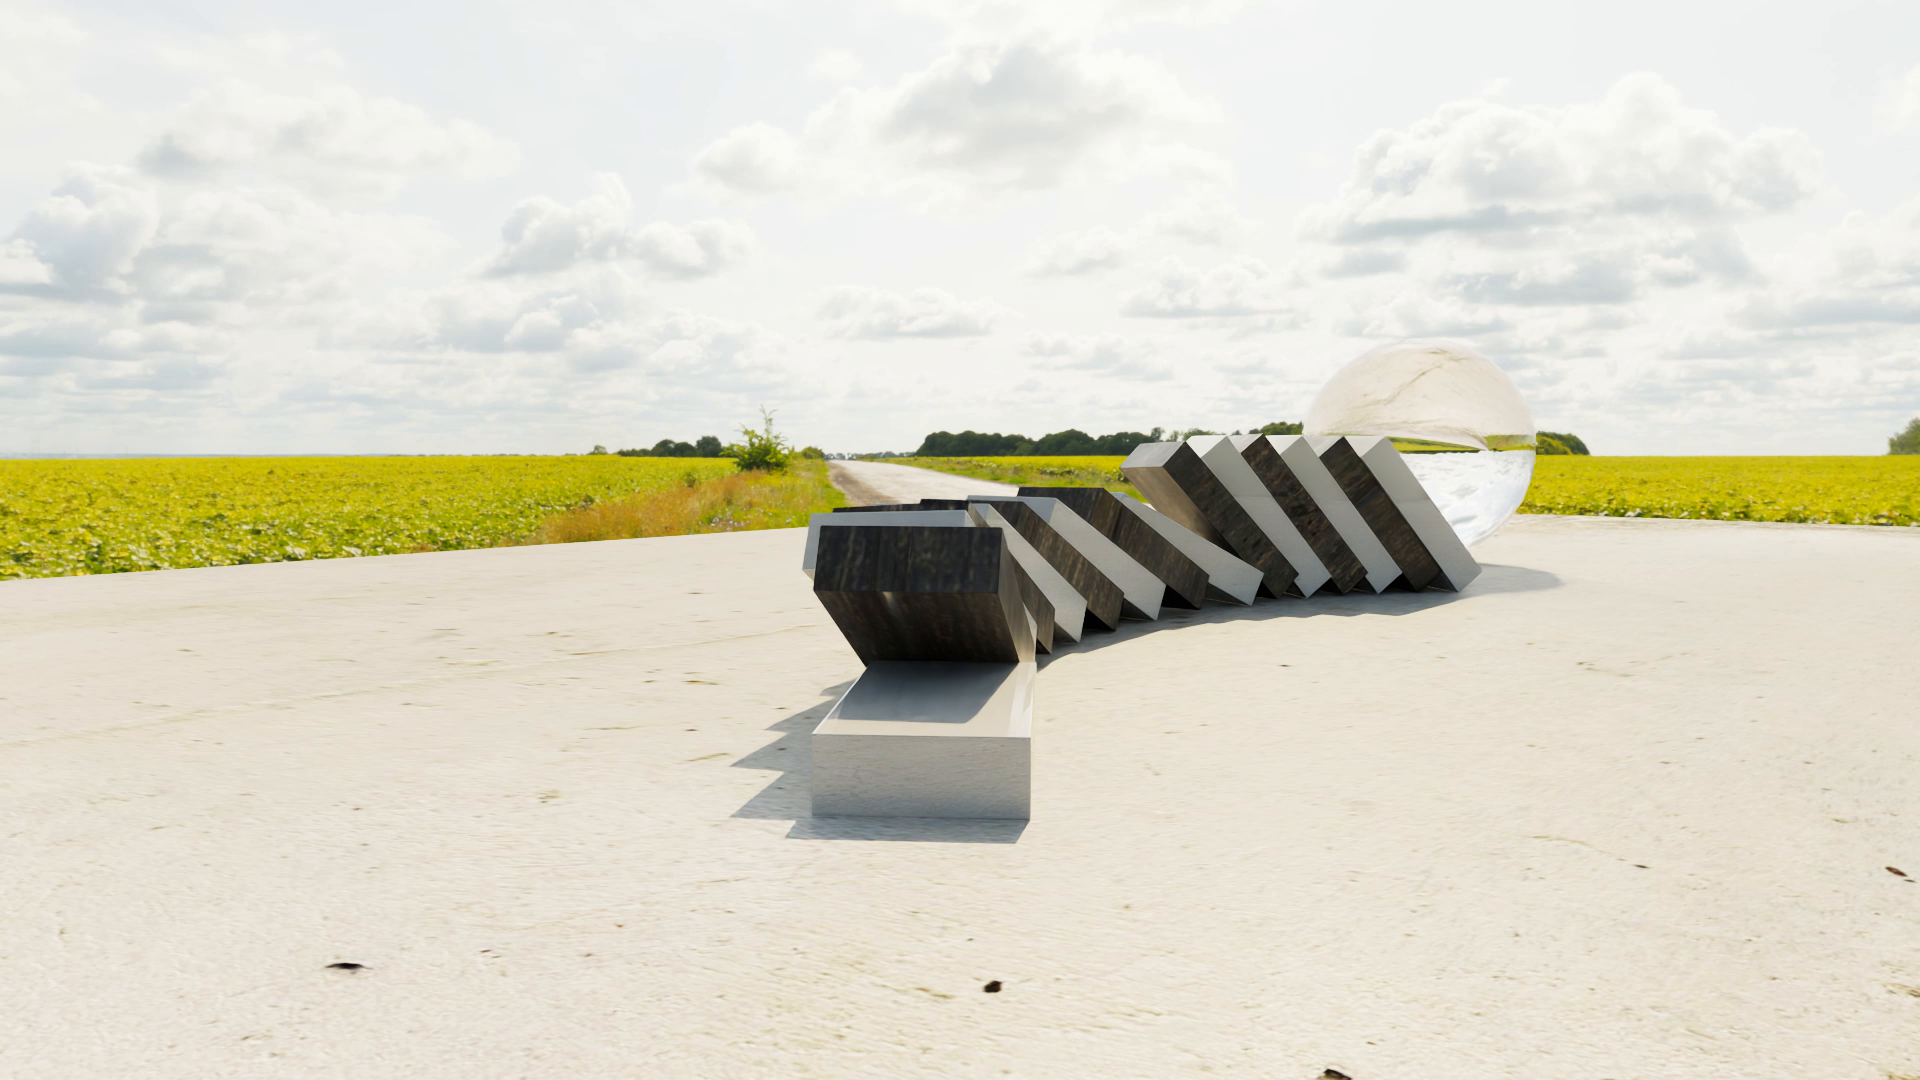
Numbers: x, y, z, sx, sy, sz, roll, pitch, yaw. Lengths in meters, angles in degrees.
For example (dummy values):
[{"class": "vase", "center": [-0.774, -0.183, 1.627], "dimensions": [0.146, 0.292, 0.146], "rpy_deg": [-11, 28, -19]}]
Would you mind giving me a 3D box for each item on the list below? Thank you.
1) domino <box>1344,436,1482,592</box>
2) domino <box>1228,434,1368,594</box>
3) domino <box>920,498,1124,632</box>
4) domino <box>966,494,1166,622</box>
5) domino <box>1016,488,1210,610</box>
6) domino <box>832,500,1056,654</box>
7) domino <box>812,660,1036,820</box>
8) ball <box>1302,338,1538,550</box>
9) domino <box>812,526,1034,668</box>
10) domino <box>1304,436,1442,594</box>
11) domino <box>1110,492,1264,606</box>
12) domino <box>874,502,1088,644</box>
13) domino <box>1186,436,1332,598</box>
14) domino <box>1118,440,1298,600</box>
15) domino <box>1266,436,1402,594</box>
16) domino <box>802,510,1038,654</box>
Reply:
[{"class": "domino", "center": [0.128, -0.008, 0.375], "dimensions": [0.009, 0.050, 0.025], "rpy_deg": [-40, 11, -6]}, {"class": "domino", "center": [0.093, -0.008, 0.366], "dimensions": [0.009, 0.050, 0.025], "rpy_deg": [-40, 9, -6]}, {"class": "domino", "center": [0.014, 0.006, 0.280], "dimensions": [0.025, 0.009, 0.050], "rpy_deg": [3, -22, 34]}, {"class": "domino", "center": [0.024, 0.005, 0.300], "dimensions": [0.025, 0.009, 0.050], "rpy_deg": [4, -21, 41]}, {"class": "domino", "center": [0.037, 0.002, 0.314], "dimensions": [0.025, 0.009, 0.050], "rpy_deg": [2, -23, 43]}, {"class": "domino", "center": [-0.002, 0.008, 0.235], "dimensions": [0.025, 0.010, 0.050], "rpy_deg": [-2, -24, 21]}, {"class": "domino", "center": [-0.003, 0.025, 0.171], "dimensions": [0.025, 0.010, 0.050], "rpy_deg": [0, 4, 4]}, {"class": "ball", "center": [0.163, -0.032, 0.461], "dimensions": [0.080, 0.080, 0.080], "rpy_deg": [0, 4, 0]}, {"class": "domino", "center": [-0.004, 0.012, 0.194], "dimensions": [0.025, 0.009, 0.050], "rpy_deg": [1, -23, 9]}, {"class": "domino", "center": [0.116, -0.008, 0.374], "dimensions": [0.009, 0.050, 0.025], "rpy_deg": [-40, 11, -6]}, {"class": "domino", "center": [0.053, 0.002, 0.337], "dimensions": [0.050, 0.010, 0.025], "rpy_deg": [27, -9, -27]}, {"class": "domino", "center": [0.004, 0.007, 0.259], "dimensions": [0.025, 0.009, 0.050], "rpy_deg": [1, -23, 29]}, {"class": "domino", "center": [0.081, -0.007, 0.361], "dimensions": [0.010, 0.050, 0.025], "rpy_deg": [-40, 11, -6]}, {"class": "domino", "center": [0.068, -0.005, 0.350], "dimensions": [0.010, 0.050, 0.025], "rpy_deg": [-47, 16, -12]}, {"class": "domino", "center": [0.104, -0.008, 0.371], "dimensions": [0.009, 0.050, 0.025], "rpy_deg": [-40, 11, -6]}, {"class": "domino", "center": [-0.005, 0.010, 0.215], "dimensions": [0.025, 0.009, 0.050], "rpy_deg": [-1, -24, 17]}]
